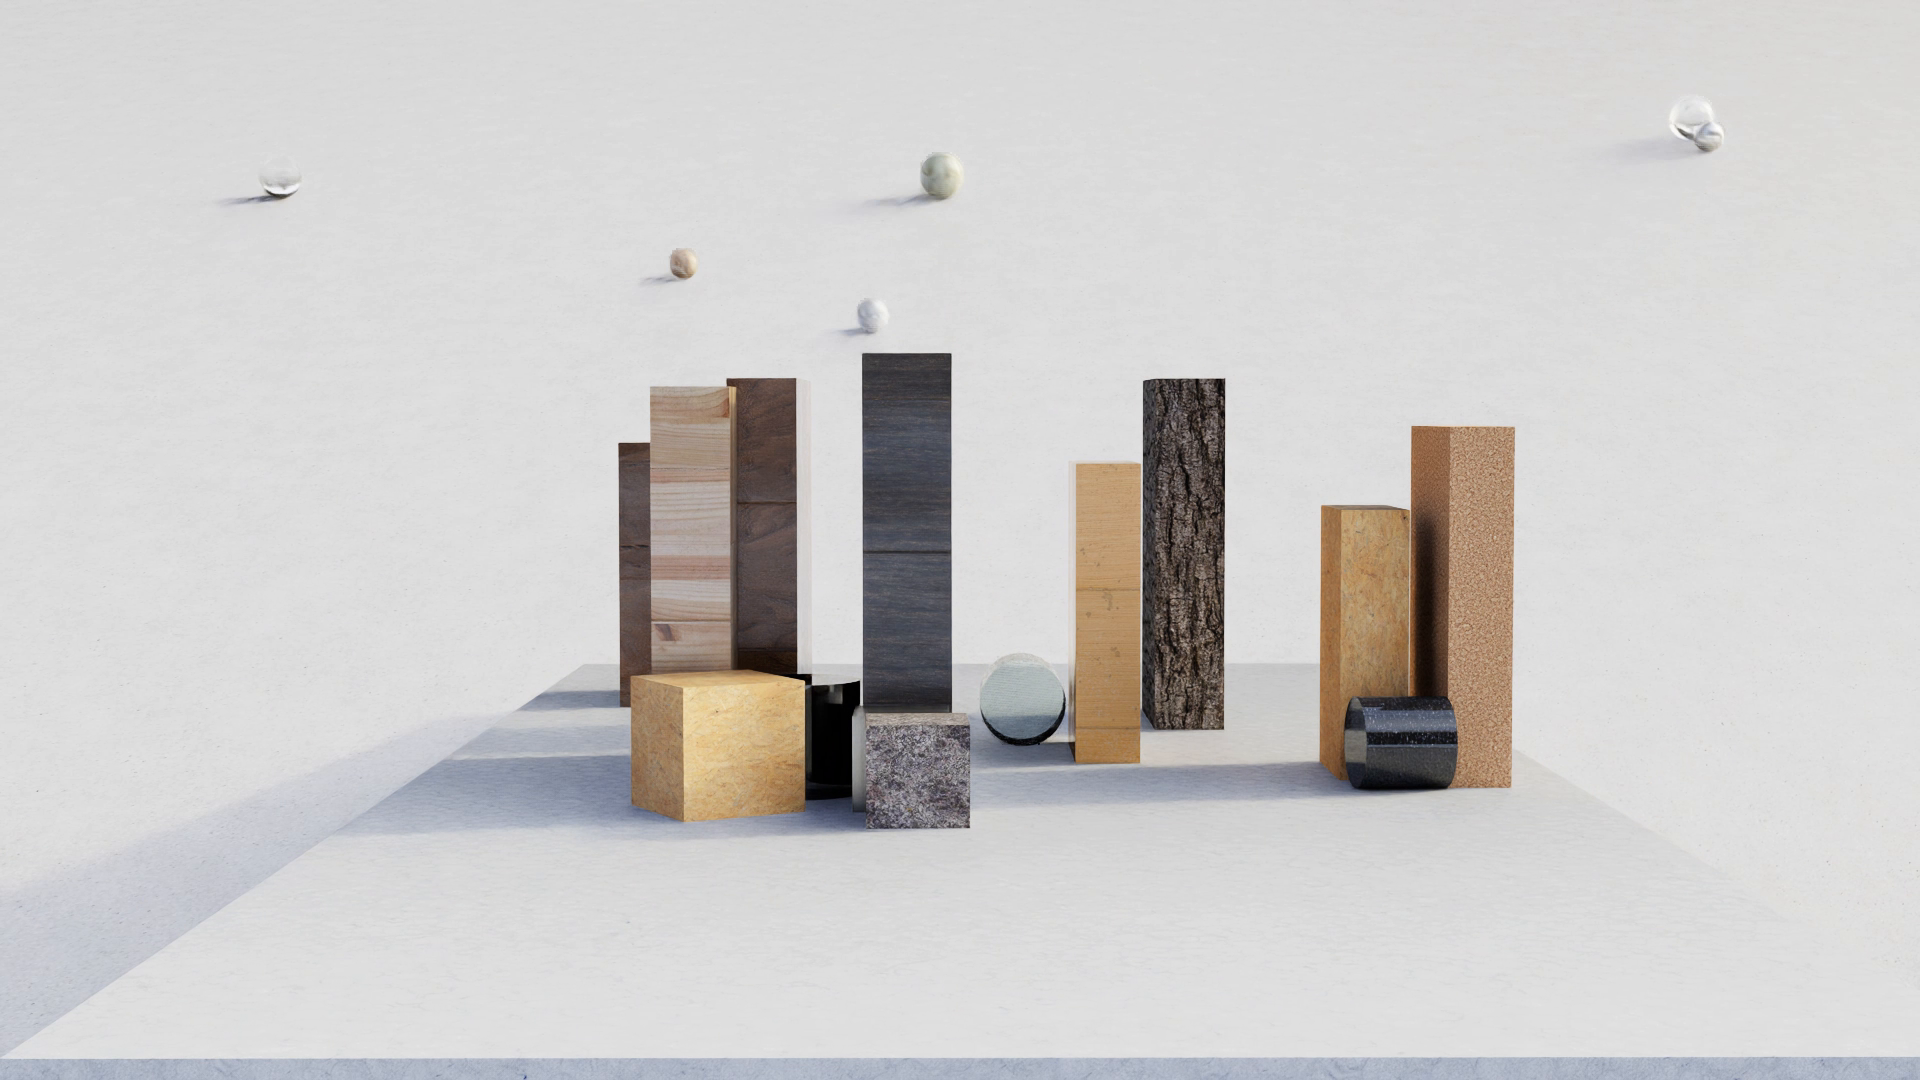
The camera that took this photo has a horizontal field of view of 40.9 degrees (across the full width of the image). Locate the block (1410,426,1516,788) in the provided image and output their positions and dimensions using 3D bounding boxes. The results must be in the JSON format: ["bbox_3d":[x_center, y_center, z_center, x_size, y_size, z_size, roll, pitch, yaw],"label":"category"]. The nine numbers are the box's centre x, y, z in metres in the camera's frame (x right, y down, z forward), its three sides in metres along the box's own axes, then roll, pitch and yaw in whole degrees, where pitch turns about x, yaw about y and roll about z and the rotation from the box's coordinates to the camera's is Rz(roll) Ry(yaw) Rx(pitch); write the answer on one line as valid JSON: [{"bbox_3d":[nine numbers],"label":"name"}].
[{"bbox_3d":[0.879,0.105,4.526,0.109,0.611,0.372,0,3,0],"label":"block"}]

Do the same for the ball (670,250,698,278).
[{"bbox_3d":[-1.082,-1.081,10.077,0.114,0.114,0.114,0,22,0],"label":"ball"}]

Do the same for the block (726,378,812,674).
[{"bbox_3d":[-0.338,0.061,4.610,0.119,0.694,0.445,0,3,0],"label":"block"}]

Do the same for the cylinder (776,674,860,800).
[{"bbox_3d":[-0.262,0.328,4.307,0.190,0.190,0.190,0,3,0],"label":"cylinder"}]

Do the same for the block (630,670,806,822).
[{"bbox_3d":[-0.390,0.327,4.130,0.210,0.210,0.210,-2,3,-30],"label":"block"}]

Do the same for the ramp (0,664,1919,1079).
[{"bbox_3d":[0.051,0.462,4.533,2.000,0.100,4.000,0,3,0],"label":"ramp"}]

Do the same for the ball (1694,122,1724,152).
[{"bbox_3d":[3.508,-1.888,12.041,0.137,0.137,0.137,0,22,0],"label":"ball"}]

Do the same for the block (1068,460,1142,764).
[{"bbox_3d":[0.268,0.126,4.806,0.118,0.543,0.308,0,3,0],"label":"block"}]

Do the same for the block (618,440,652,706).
[{"bbox_3d":[-0.691,0.067,5.730,0.090,0.572,0.356,0,3,0],"label":"block"}]

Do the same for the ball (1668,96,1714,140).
[{"bbox_3d":[3.479,-2.005,12.237,0.207,0.207,0.207,0,22,0],"label":"ball"}]

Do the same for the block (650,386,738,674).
[{"bbox_3d":[-0.445,0.077,4.441,0.131,0.679,0.391,0,3,0],"label":"block"}]

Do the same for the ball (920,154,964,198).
[{"bbox_3d":[-0.080,-1.592,11.234,0.194,0.194,0.194,0,22,0],"label":"ball"}]

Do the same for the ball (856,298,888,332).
[{"bbox_3d":[-0.321,-0.824,9.435,0.119,0.119,0.119,0,22,0],"label":"ball"}]

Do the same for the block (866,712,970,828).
[{"bbox_3d":[-0.067,0.358,4.007,0.159,0.159,0.159,0,3,-2],"label":"block"}]

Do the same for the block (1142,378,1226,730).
[{"bbox_3d":[0.460,0.020,5.320,0.139,0.704,0.361,0,3,0],"label":"block"}]

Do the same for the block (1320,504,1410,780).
[{"bbox_3d":[0.715,0.176,4.557,0.118,0.468,0.248,0,3,0],"label":"block"}]

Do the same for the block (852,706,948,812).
[{"bbox_3d":[-0.095,0.353,4.164,0.153,0.153,0.153,0,3,0],"label":"block"}]

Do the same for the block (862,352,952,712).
[{"bbox_3d":[-0.087,0.051,4.415,0.147,0.733,0.377,0,3,0],"label":"block"}]

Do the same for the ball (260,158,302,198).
[{"bbox_3d":[-2.967,-1.581,11.230,0.177,0.177,0.177,0,22,0],"label":"ball"}]

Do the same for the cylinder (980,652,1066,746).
[{"bbox_3d":[0.120,0.308,4.984,0.164,0.164,0.164,0,3,0],"label":"cylinder"}]
